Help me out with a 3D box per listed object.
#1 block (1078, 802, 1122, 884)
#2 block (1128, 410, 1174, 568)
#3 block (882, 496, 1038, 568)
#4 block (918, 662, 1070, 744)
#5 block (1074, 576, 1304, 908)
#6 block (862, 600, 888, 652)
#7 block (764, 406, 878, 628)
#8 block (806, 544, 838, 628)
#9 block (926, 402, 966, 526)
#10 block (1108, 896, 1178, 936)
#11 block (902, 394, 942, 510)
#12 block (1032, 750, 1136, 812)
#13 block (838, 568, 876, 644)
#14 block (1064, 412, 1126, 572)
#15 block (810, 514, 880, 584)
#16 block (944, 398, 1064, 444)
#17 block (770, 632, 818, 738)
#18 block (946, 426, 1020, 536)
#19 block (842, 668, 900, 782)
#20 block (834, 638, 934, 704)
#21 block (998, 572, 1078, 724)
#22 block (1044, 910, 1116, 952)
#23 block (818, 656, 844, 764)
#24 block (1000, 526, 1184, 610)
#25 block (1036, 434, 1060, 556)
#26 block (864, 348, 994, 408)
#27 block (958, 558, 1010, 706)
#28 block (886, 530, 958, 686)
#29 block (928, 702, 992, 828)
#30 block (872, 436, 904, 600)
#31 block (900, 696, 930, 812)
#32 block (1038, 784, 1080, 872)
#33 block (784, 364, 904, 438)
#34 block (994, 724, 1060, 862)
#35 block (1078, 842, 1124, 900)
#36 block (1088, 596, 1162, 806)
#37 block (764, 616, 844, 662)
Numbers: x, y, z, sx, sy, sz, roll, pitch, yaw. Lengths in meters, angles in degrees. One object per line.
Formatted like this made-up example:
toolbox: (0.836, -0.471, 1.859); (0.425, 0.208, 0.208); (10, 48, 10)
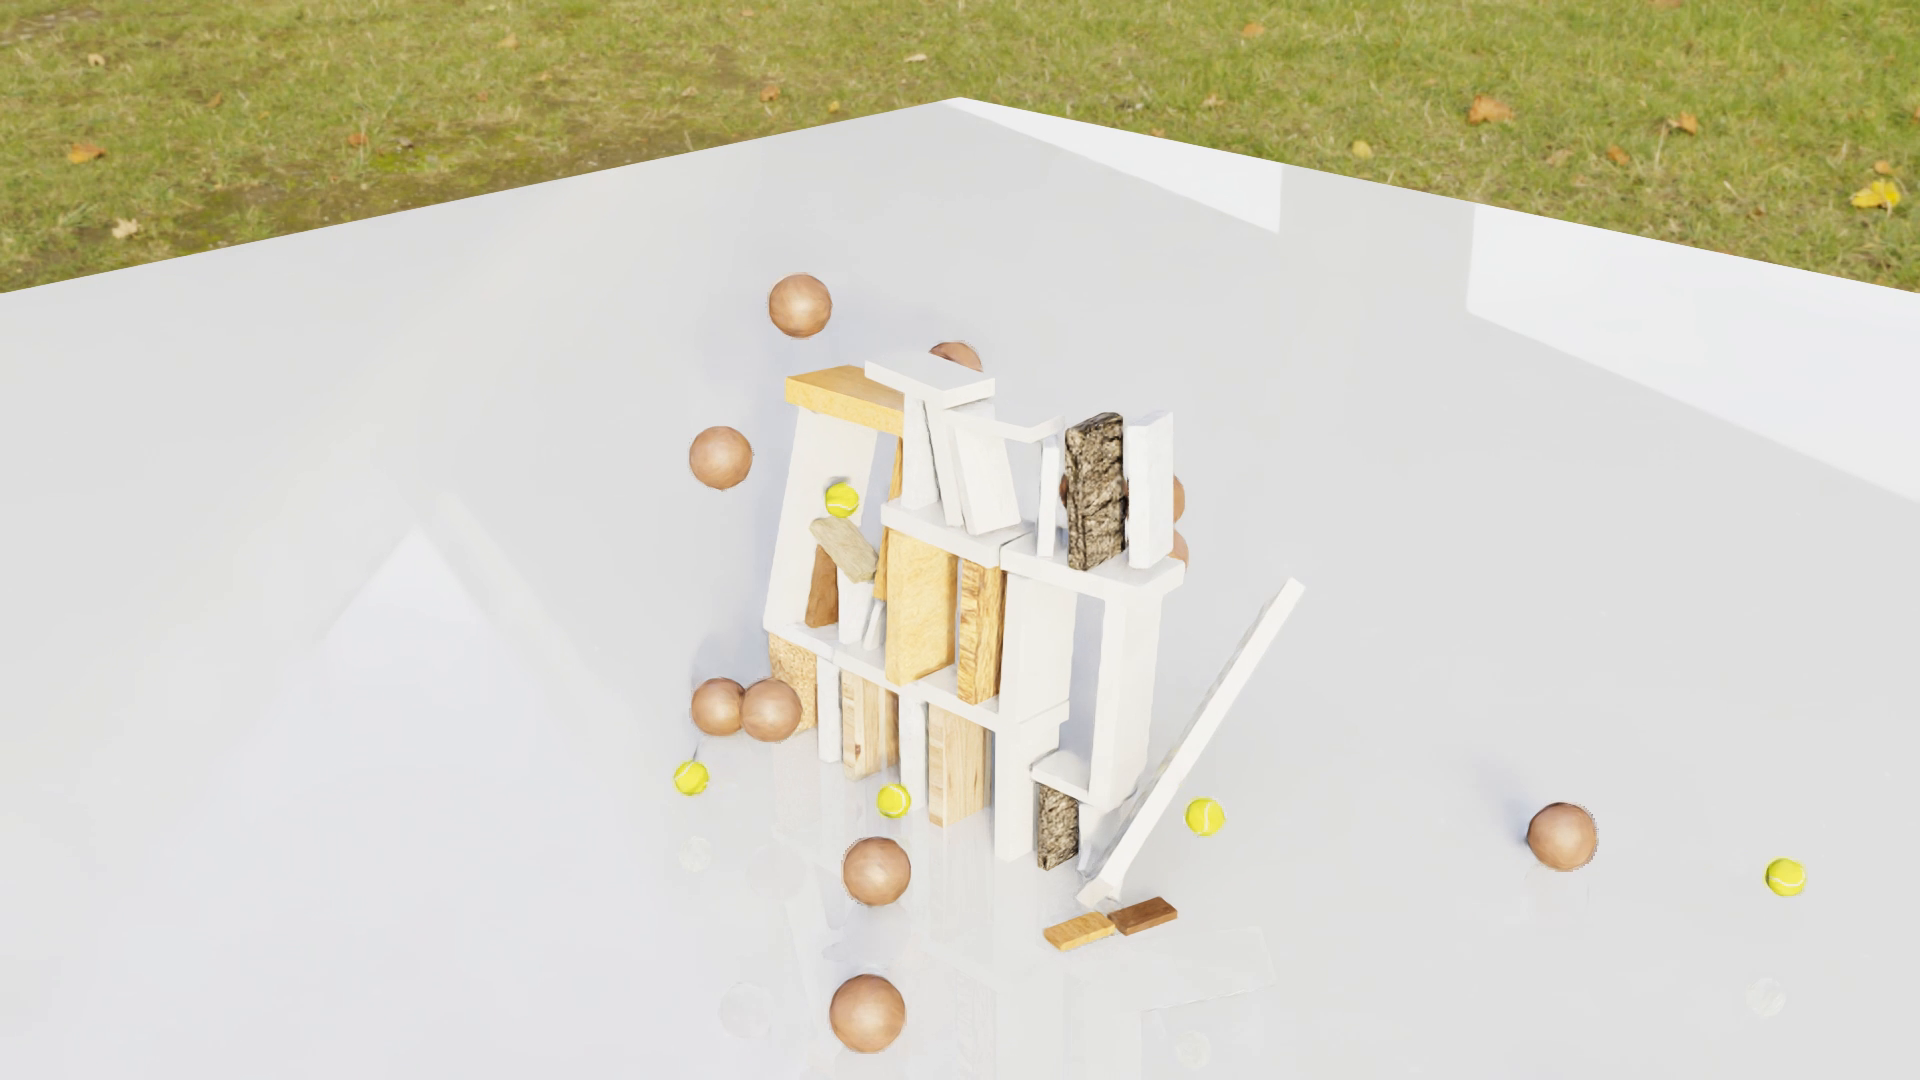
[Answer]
block: (0.269, 0.572, 4.180); (0.026, 0.180, 0.090); (15, 27, 41)
block: (0.343, -0.092, 3.946); (0.037, 0.259, 0.130); (6, 18, 25)
block: (0.005, -0.029, 4.205); (0.149, 0.042, 0.299); (-21, 30, -40)
block: (0.064, 0.310, 4.280); (0.274, 0.039, 0.137); (21, 31, 40)
block: (0.447, 0.376, 4.200); (0.037, 0.130, 0.781); (36, 59, 2)
block: (-0.162, 0.170, 4.481); (0.016, 0.113, 0.056); (34, 37, 25)
block: (-0.285, -0.061, 4.566); (0.176, 0.502, 0.050); (-14, 37, -39)
block: (-0.271, 0.091, 4.607); (0.084, 0.189, 0.024); (-13, 34, -41)
block: (0.007, -0.160, 4.149); (0.034, 0.241, 0.121); (4, 20, 43)
block: (0.340, 0.700, 4.091); (0.118, 0.017, 0.059); (-13, 26, -29)
block: (-0.054, -0.188, 4.215); (0.034, 0.241, 0.121); (24, 33, 38)
block: (0.235, 0.457, 4.177); (0.180, 0.025, 0.090); (21, 30, 35)
block: (-0.211, 0.123, 4.517); (0.024, 0.168, 0.084); (22, 31, 39)
block: (0.243, -0.087, 3.942); (0.037, 0.259, 0.130); (11, 24, 35)
block: (-0.226, 0.018, 4.483); (0.084, 0.024, 0.168); (-15, 51, -37)
block: (0.080, -0.223, 4.045); (0.203, 0.029, 0.101); (15, 28, 37)
block: (-0.353, 0.299, 4.746); (0.117, 0.234, 0.033); (-16, 25, -40)
block: (0.044, -0.121, 4.108); (0.101, 0.206, 0.029); (-15, 6, -31)
block: (-0.185, 0.366, 4.575); (0.036, 0.252, 0.126); (21, 31, 40)
block: (-0.123, 0.256, 4.466); (0.252, 0.036, 0.126); (21, 31, 40)
block: (0.149, 0.184, 4.139); (0.043, 0.301, 0.151); (26, 34, 38)
block: (0.218, 0.715, 4.023); (0.118, 0.017, 0.059); (-14, 25, -28)
block: (-0.244, 0.344, 4.644); (0.117, 0.234, 0.033); (-17, 26, -40)
block: (0.241, 0.046, 4.017); (0.302, 0.043, 0.151); (16, 27, 33)
block: (0.160, -0.083, 3.997); (0.029, 0.203, 0.101); (3, 19, 1)
block: (-0.059, -0.307, 4.141); (0.121, 0.034, 0.241); (-18, 28, -36)
block: (0.067, 0.155, 4.210); (0.042, 0.299, 0.149); (24, 33, 39)
block: (-0.074, 0.116, 4.333); (0.149, 0.323, 0.042); (-21, 33, -40)
block: (0.001, 0.428, 4.403); (0.039, 0.274, 0.137); (21, 31, 41)
block: (-0.091, -0.065, 4.404); (0.050, 0.353, 0.176); (14, 14, 18)
block: (-0.065, 0.413, 4.465); (0.036, 0.252, 0.126); (20, 30, 40)
block: (0.192, 0.542, 4.252); (0.090, 0.180, 0.026); (-21, 32, -41)
block: (-0.163, -0.277, 4.357); (0.353, 0.050, 0.176); (19, 24, 40)
block: (0.130, 0.478, 4.284); (0.039, 0.274, 0.137); (21, 31, 41)
block: (0.266, 0.622, 4.133); (0.017, 0.118, 0.059); (-9, 49, 38)
block: (0.307, 0.275, 4.058); (0.043, 0.408, 0.151); (16, 27, 27)
block: (-0.296, 0.194, 4.652); (0.117, 0.033, 0.234); (-16, 28, -41)
